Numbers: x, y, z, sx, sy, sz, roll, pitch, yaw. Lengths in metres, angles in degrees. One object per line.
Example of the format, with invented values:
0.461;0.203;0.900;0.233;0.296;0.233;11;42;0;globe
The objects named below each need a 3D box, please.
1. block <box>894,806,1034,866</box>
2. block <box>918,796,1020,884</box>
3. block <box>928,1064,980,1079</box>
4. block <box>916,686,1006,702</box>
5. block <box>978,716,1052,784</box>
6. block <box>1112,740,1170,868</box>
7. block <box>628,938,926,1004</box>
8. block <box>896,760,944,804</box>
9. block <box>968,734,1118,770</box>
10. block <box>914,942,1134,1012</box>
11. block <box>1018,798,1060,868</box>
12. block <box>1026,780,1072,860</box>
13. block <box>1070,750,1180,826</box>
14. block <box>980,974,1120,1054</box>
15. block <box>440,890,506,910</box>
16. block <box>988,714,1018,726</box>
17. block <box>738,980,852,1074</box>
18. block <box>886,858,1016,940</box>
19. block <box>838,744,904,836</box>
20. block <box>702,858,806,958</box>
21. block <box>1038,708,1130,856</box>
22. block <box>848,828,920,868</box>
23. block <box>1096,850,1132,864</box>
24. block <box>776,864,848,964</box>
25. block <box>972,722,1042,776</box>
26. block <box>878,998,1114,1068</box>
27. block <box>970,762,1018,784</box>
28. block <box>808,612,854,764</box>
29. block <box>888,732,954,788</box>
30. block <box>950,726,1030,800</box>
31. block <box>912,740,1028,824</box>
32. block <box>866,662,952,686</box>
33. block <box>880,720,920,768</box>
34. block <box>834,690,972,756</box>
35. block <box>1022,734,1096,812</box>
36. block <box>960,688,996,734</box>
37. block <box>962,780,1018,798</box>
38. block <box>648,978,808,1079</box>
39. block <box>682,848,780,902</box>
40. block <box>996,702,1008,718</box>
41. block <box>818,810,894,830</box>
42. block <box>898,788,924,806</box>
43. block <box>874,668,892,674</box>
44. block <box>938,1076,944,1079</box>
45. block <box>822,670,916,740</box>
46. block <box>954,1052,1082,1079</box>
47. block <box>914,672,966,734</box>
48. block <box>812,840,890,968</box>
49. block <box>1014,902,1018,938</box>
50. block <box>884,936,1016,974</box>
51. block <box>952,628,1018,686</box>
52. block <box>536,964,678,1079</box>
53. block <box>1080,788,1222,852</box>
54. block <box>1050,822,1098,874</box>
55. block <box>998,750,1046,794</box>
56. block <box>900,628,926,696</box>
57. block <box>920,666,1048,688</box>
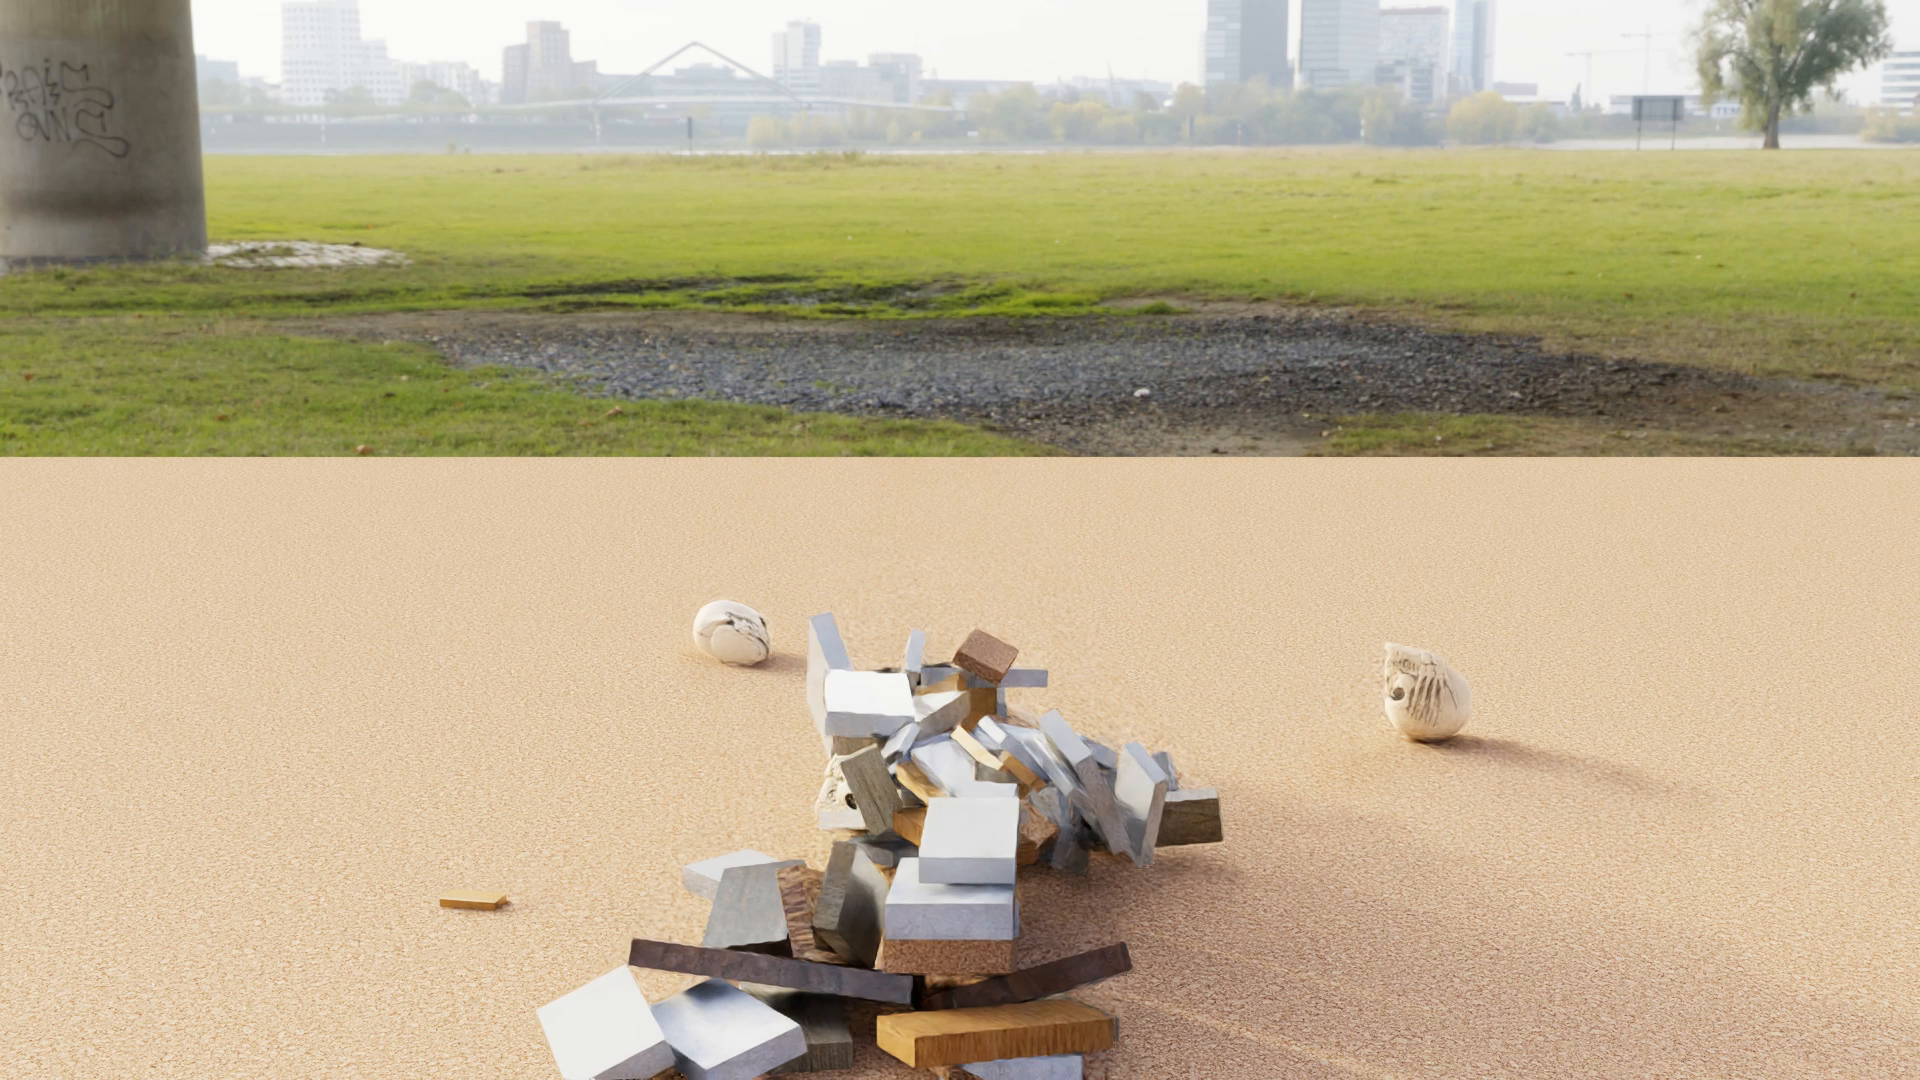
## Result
0.004;0.478;3.547;0.126;0.036;0.251;-5;11;-27;block
0.016;0.428;3.154;0.134;0.038;0.267;0;11;3;block
-0.009;0.704;2.935;0.048;0.014;0.095;0;0;-22;block
-0.001;0.334;4.702;0.160;0.045;0.320;0;-3;-6;block
0.091;0.336;3.533;0.138;0.020;0.069;41;-1;-39;block
0.297;0.443;3.682;0.028;0.197;0.099;-15;42;-25;block
-0.255;0.607;3.099;0.399;0.038;0.134;6;-10;7;block
-0.016;0.412;3.652;0.102;0.029;0.203;-8;19;-26;block
0.106;0.381;3.969;0.371;0.031;0.109;-4;-24;43;block
0.087;0.619;3.046;0.277;0.039;0.139;-11;-14;-20;block
0.095;0.489;3.813;0.081;0.023;0.163;-43;48;-9;block
0.156;0.468;3.845;0.023;0.163;0.081;15;-38;-33;block
0.292;0.453;3.904;0.197;0.099;0.028;-22;-25;23;block
0.105;0.675;3.125;0.114;0.032;0.228;-9;14;-40;block
-0.801;0.592;3.619;0.096;0.014;0.048;2;11;12;block
0.064;0.362;4.149;0.057;0.016;0.113;9;-29;-15;block
-0.236;0.675;3.103;0.138;0.039;0.276;-2;11;-9;block
-0.008;0.505;3.116;0.171;0.049;0.343;0;2;2;block
-0.143;0.414;3.642;0.069;0.138;0.020;-24;12;-9;block
-0.319;0.585;3.442;0.134;0.038;0.267;-7;18;5;block
0.204;0.398;3.607;0.035;0.247;0.124;-32;43;-8;block
-0.090;0.531;3.905;0.105;0.030;0.211;8;13;38;block
0.273;0.543;3.877;0.057;0.016;0.113;-8;13;-36;block
-0.205;0.557;3.256;0.035;0.124;0.247;-16;-17;10;block
0.137;0.396;4.058;0.219;0.109;0.031;7;47;36;block
0.046;0.644;2.879;0.277;0.039;0.139;0;0;-22;block
0.053;0.409;3.459;0.075;0.021;0.150;21;24;-8;block
-0.255;0.294;4.335;0.043;0.323;0.153;-15;59;-15;block
-0.090;0.392;3.834;0.102;0.029;0.203;-14;-17;-28;block
0.049;0.370;3.661;0.080;0.023;0.159;46;-5;-33;block
0.013;0.400;3.586;0.080;0.023;0.264;-11;25;-24;block
-0.149;0.307;4.910;0.134;0.038;0.267;-8;-1;-37;block
-0.106;0.348;3.704;0.057;0.016;0.113;-34;9;21;block
-0.102;0.332;4.006;0.153;0.043;0.306;-7;5;19;block
0.155;0.370;3.501;0.069;0.020;0.138;40;6;-48;block
-0.005;0.390;4.258;0.134;0.038;0.393;1;23;3;block
0.035;0.413;3.346;0.079;0.022;0.157;2;19;11;block
-0.331;0.669;2.980;0.139;0.039;0.277;-21;13;-27;block
-0.321;0.576;3.635;0.138;0.039;0.276;-9;14;-41;block
0.006;0.411;4.316;0.160;0.045;0.320;1;23;3;block
-0.146;0.484;3.821;0.105;0.030;0.211;6;-11;-35;block
-0.093;0.444;3.790;0.102;0.029;0.203;-3;-7;-24;block
-0.164;0.320;4.303;0.029;0.102;0.203;-10;-11;-18;block
0.000;0.726;2.900;0.048;0.014;0.095;-1;11;-5;block
-0.165;0.291;3.911;0.153;0.043;0.306;4;10;-5;block
0.058;0.681;2.915;0.114;0.032;0.228;0;-1;-25;block
-0.049;0.338;4.254;0.109;0.031;0.219;-27;19;15;block
-0.152;0.529;3.163;0.035;0.124;0.264;9;-21;14;block
-0.002;0.572;3.356;0.171;0.049;0.343;0;-7;0;block
-0.009;0.591;3.135;0.171;0.049;0.343;0;-11;3;block
0.052;0.232;4.401;0.102;0.029;0.203;27;14;4;block
-0.483;0.672;2.984;0.138;0.039;0.276;-26;17;-13;block
0.331;0.485;3.807;0.237;0.099;0.028;-6;32;8;block
0.192;0.519;3.702;0.021;0.075;0.150;16;-6;21;block
0.101;0.376;3.597;0.075;0.021;0.150;39;-2;0;block
-0.100;0.262;4.338;0.029;0.102;0.203;15;20;-3;block
0.052;0.281;4.493;0.134;0.038;0.267;0;-3;34;block
